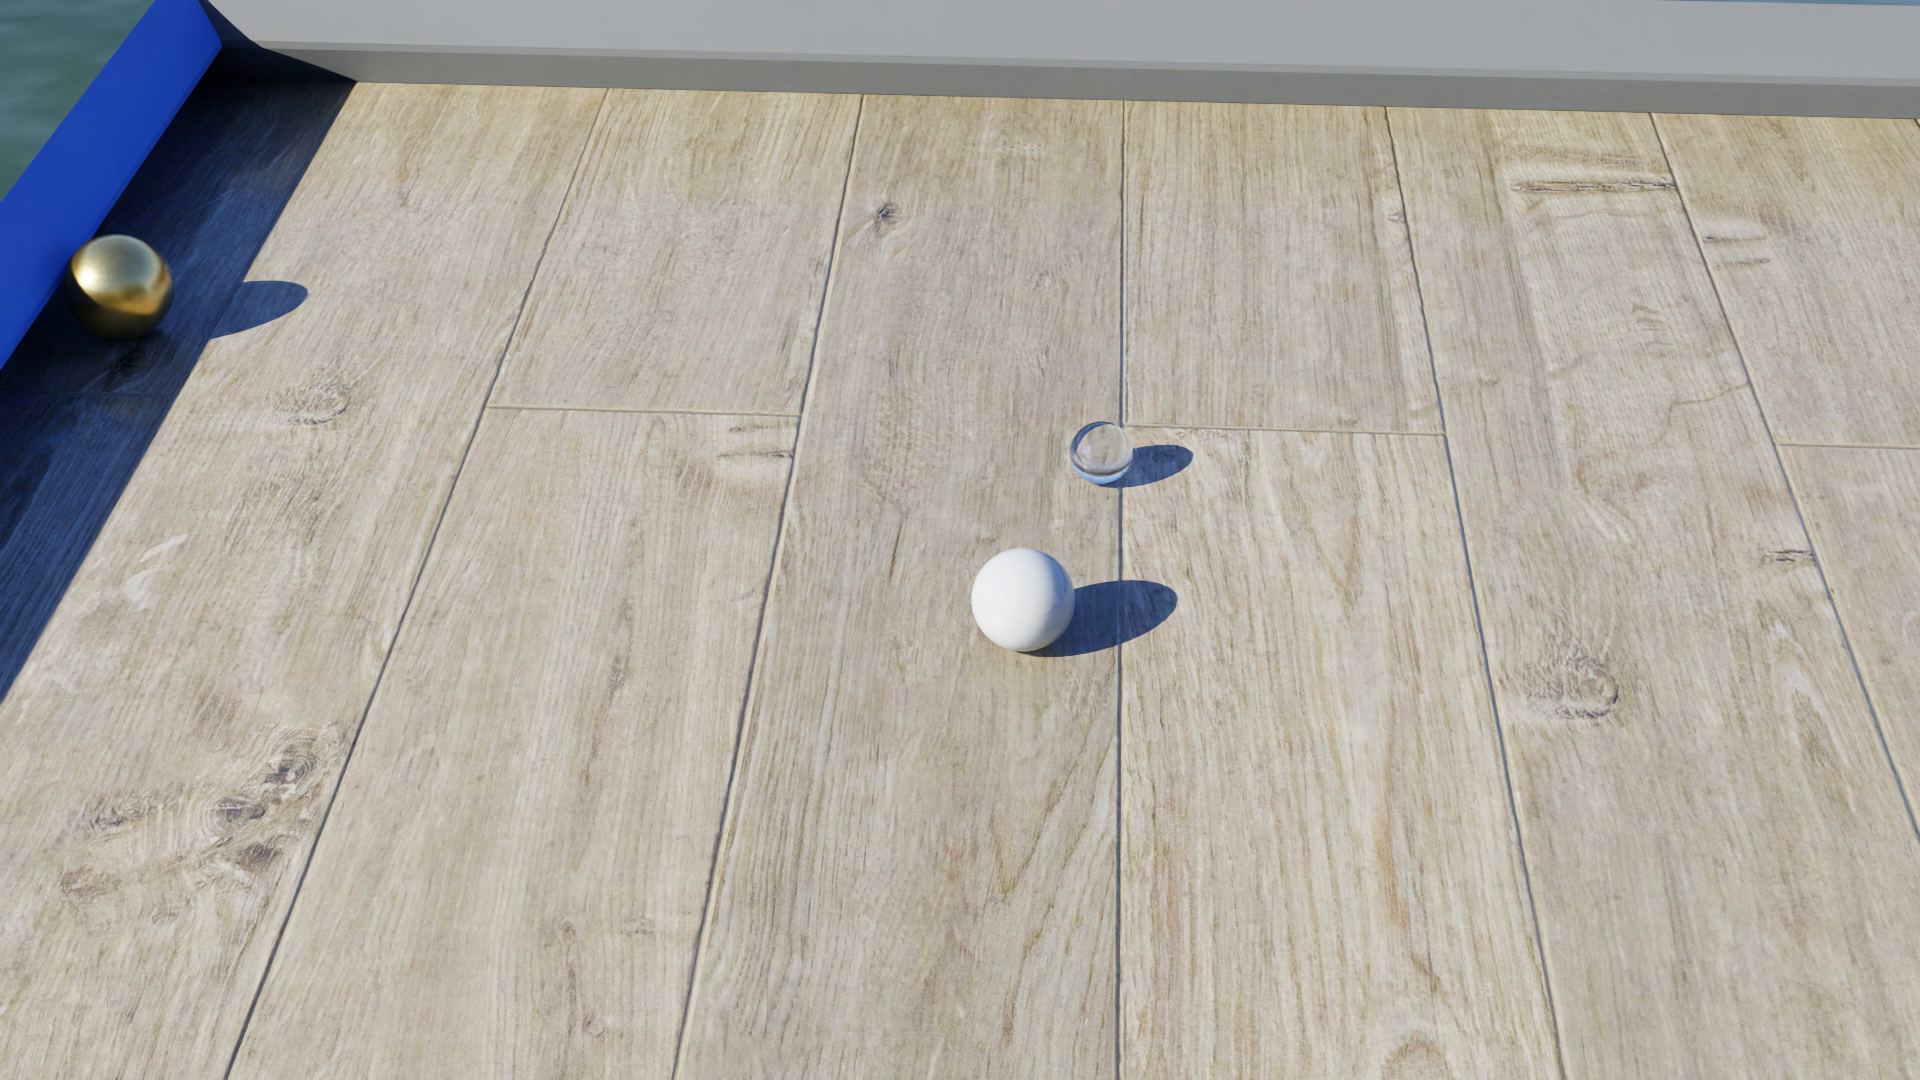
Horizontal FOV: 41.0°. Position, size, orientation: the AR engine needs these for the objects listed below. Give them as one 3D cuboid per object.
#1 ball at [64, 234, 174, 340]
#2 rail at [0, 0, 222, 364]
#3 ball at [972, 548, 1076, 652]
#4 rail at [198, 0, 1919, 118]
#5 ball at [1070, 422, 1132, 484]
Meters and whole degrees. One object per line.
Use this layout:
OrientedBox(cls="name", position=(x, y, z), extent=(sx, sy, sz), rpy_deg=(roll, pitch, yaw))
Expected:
OrientedBox(cls="ball", position=(-0.683, -0.206, 2.084), extent=(0.086, 0.086, 0.086), rpy_deg=(0, 35, 0))
OrientedBox(cls="rail", position=(-0.764, -0.043, 1.830), extent=(0.045, 0.112, 1.580), rpy_deg=(2, 35, 3))
OrientedBox(cls="ball", position=(0.043, 0.041, 1.749), extent=(0.071, 0.071, 0.071), rpy_deg=(0, 35, 0))
OrientedBox(cls="rail", position=(0.829, -0.436, 2.386), extent=(3.154, 0.112, 0.045), rpy_deg=(2, 35, 3))
OrientedBox(cls="ball", position=(0.106, -0.065, 1.920), extent=(0.047, 0.047, 0.047), rpy_deg=(0, 35, 0))
